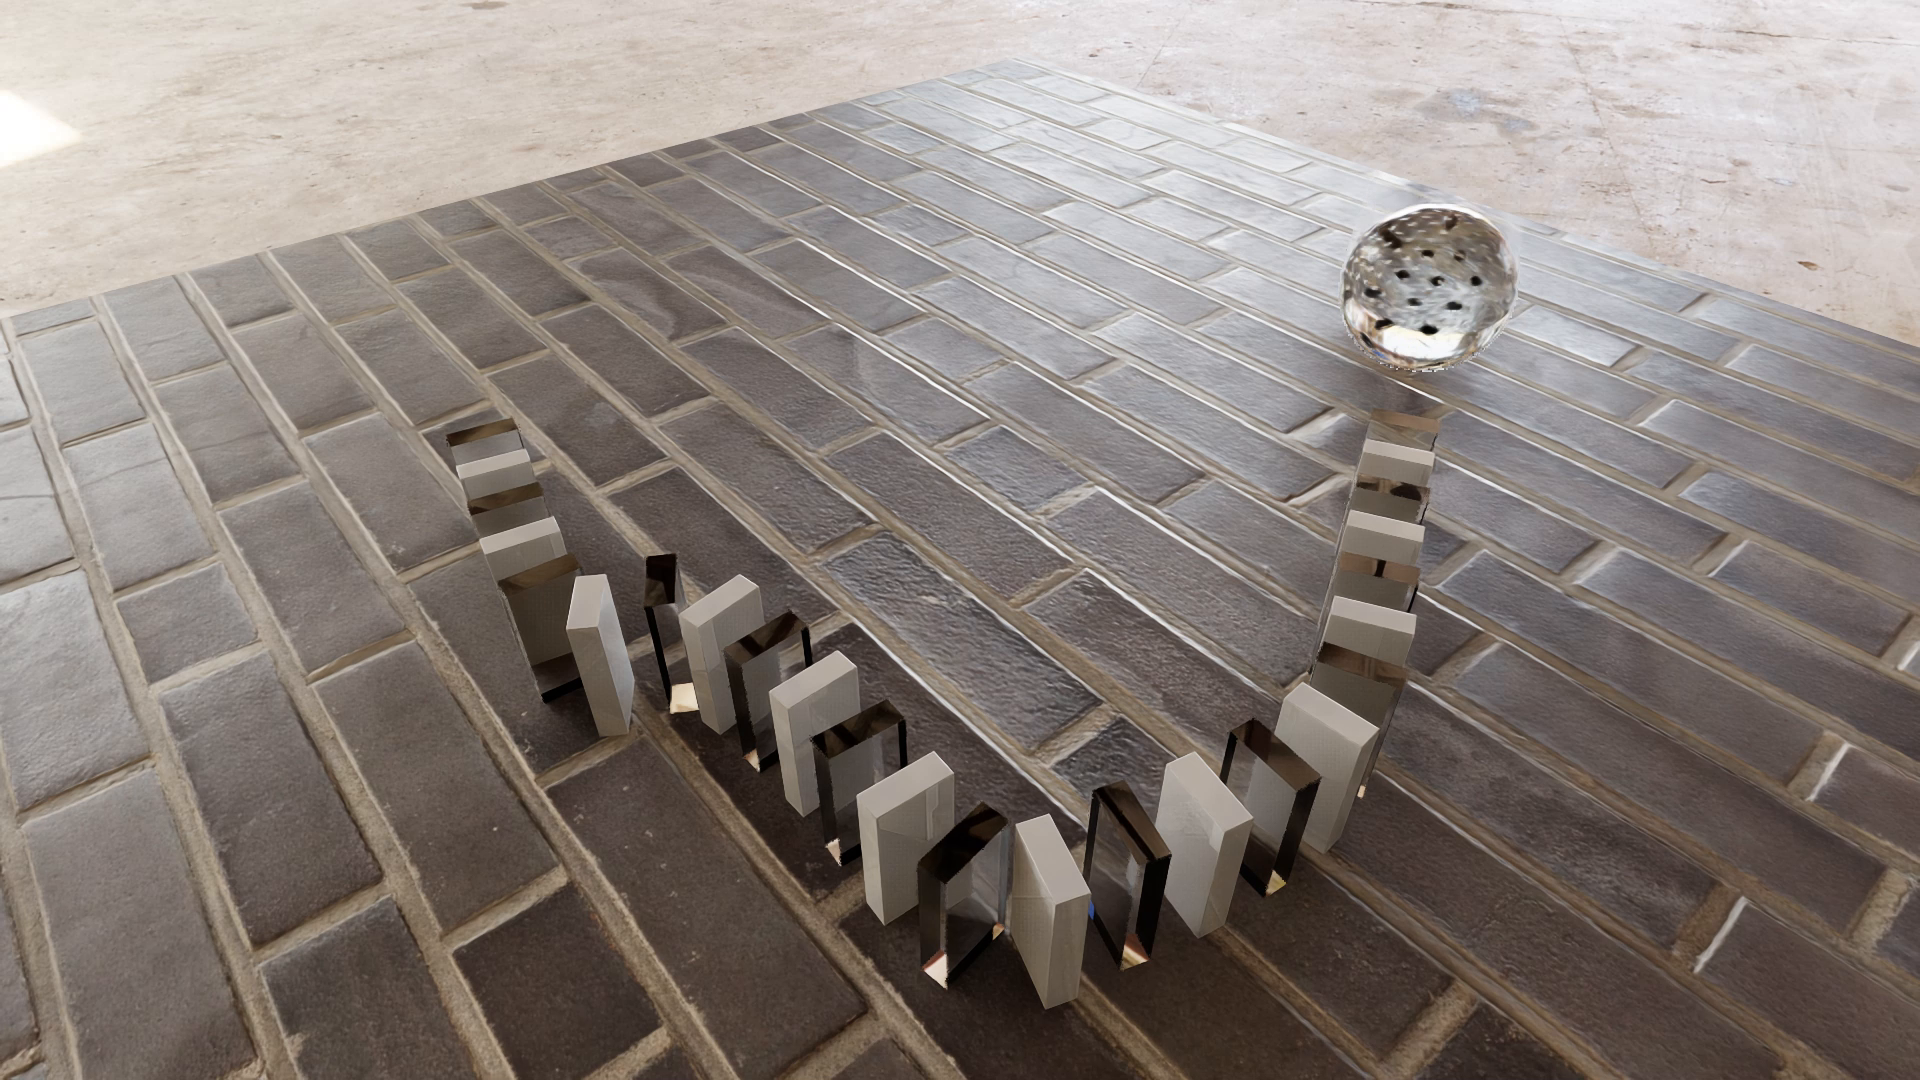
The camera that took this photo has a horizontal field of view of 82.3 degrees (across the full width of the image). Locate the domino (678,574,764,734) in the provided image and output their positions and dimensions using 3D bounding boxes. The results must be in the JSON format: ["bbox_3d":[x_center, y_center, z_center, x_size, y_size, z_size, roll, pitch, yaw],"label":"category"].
[{"bbox_3d":[-0.076,0.038,0.365,0.009,0.050,0.025,28,47,30],"label":"domino"}]

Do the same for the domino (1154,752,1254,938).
[{"bbox_3d":[0.066,0.086,0.307,0.010,0.050,0.025,-18,43,-21],"label":"domino"}]

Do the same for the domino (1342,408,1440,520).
[{"bbox_3d":[0.174,-0.027,0.445,0.025,0.050,0.009,15,42,17],"label":"domino"}]

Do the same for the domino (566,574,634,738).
[{"bbox_3d":[-0.118,0.039,0.364,0.009,0.050,0.025,-5,40,-6],"label":"domino"}]

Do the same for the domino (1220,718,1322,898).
[{"bbox_3d":[0.086,0.078,0.317,0.010,0.050,0.025,-23,44,-25],"label":"domino"}]

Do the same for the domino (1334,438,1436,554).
[{"bbox_3d":[0.165,-0.013,0.428,0.025,0.050,0.009,15,42,17],"label":"domino"}]

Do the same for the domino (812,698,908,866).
[{"bbox_3d":[-0.028,0.072,0.324,0.025,0.050,0.009,-24,45,-27],"label":"domino"}]

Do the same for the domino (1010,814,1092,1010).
[{"bbox_3d":[0.023,0.099,0.291,0.009,0.050,0.025,-13,41,-16],"label":"domino"}]

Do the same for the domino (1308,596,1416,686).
[{"bbox_3d":[0.129,0.043,0.359,0.025,0.050,0.010,14,41,16],"label":"domino"}]

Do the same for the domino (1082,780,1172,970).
[{"bbox_3d":[0.044,0.092,0.299,0.010,0.050,0.025,-14,41,-16],"label":"domino"}]

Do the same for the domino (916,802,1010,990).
[{"bbox_3d":[0.001,0.096,0.295,0.009,0.050,0.025,29,47,31],"label":"domino"}]

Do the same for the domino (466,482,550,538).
[{"bbox_3d":[-0.161,0.004,0.406,0.025,0.050,0.010,-19,43,-22],"label":"domino"}]

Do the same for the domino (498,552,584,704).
[{"bbox_3d":[-0.137,0.030,0.374,0.025,0.050,0.009,-25,45,-27],"label":"domino"}]

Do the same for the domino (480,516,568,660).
[{"bbox_3d":[-0.150,0.018,0.390,0.025,0.050,0.010,-20,43,-23],"label":"domino"}]

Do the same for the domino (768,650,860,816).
[{"bbox_3d":[-0.043,0.060,0.338,0.025,0.050,0.009,-30,48,-31],"label":"domino"}]

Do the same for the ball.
[{"bbox_3d":[0.228,-0.124,0.539,0.080,0.080,0.080,0,39,0],"label":"ball"}]

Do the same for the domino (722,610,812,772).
[{"bbox_3d":[-0.059,0.049,0.352,0.025,0.050,0.009,-31,48,-32],"label":"domino"}]

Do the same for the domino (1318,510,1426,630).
[{"bbox_3d":[0.146,0.014,0.394,0.025,0.050,0.009,15,42,17],"label":"domino"}]

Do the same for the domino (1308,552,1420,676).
[{"bbox_3d":[0.138,0.029,0.377,0.025,0.050,0.009,13,41,16],"label":"domino"}]

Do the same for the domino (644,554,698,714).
[{"bbox_3d":[-0.097,0.032,0.372,0.009,0.050,0.025,-7,40,-8],"label":"domino"}]

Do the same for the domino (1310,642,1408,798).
[{"bbox_3d":[0.119,0.057,0.342,0.025,0.050,0.009,19,43,21],"label":"domino"}]

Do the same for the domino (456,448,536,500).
[{"bbox_3d":[-0.172,-0.009,0.422,0.025,0.050,0.009,-18,43,-21],"label":"domino"}]

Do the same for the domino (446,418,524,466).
[{"bbox_3d":[-0.184,-0.022,0.439,0.025,0.050,0.009,-20,43,-23],"label":"domino"}]

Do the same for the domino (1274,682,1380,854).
[{"bbox_3d":[0.105,0.069,0.328,0.009,0.050,0.025,-31,49,-33],"label":"domino"}]

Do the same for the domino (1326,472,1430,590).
[{"bbox_3d":[0.156,0.001,0.411,0.025,0.050,0.010,15,42,17],"label":"domino"}]

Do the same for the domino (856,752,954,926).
[{"bbox_3d":[-0.014,0.084,0.309,0.025,0.050,0.009,-25,46,-27],"label":"domino"}]
